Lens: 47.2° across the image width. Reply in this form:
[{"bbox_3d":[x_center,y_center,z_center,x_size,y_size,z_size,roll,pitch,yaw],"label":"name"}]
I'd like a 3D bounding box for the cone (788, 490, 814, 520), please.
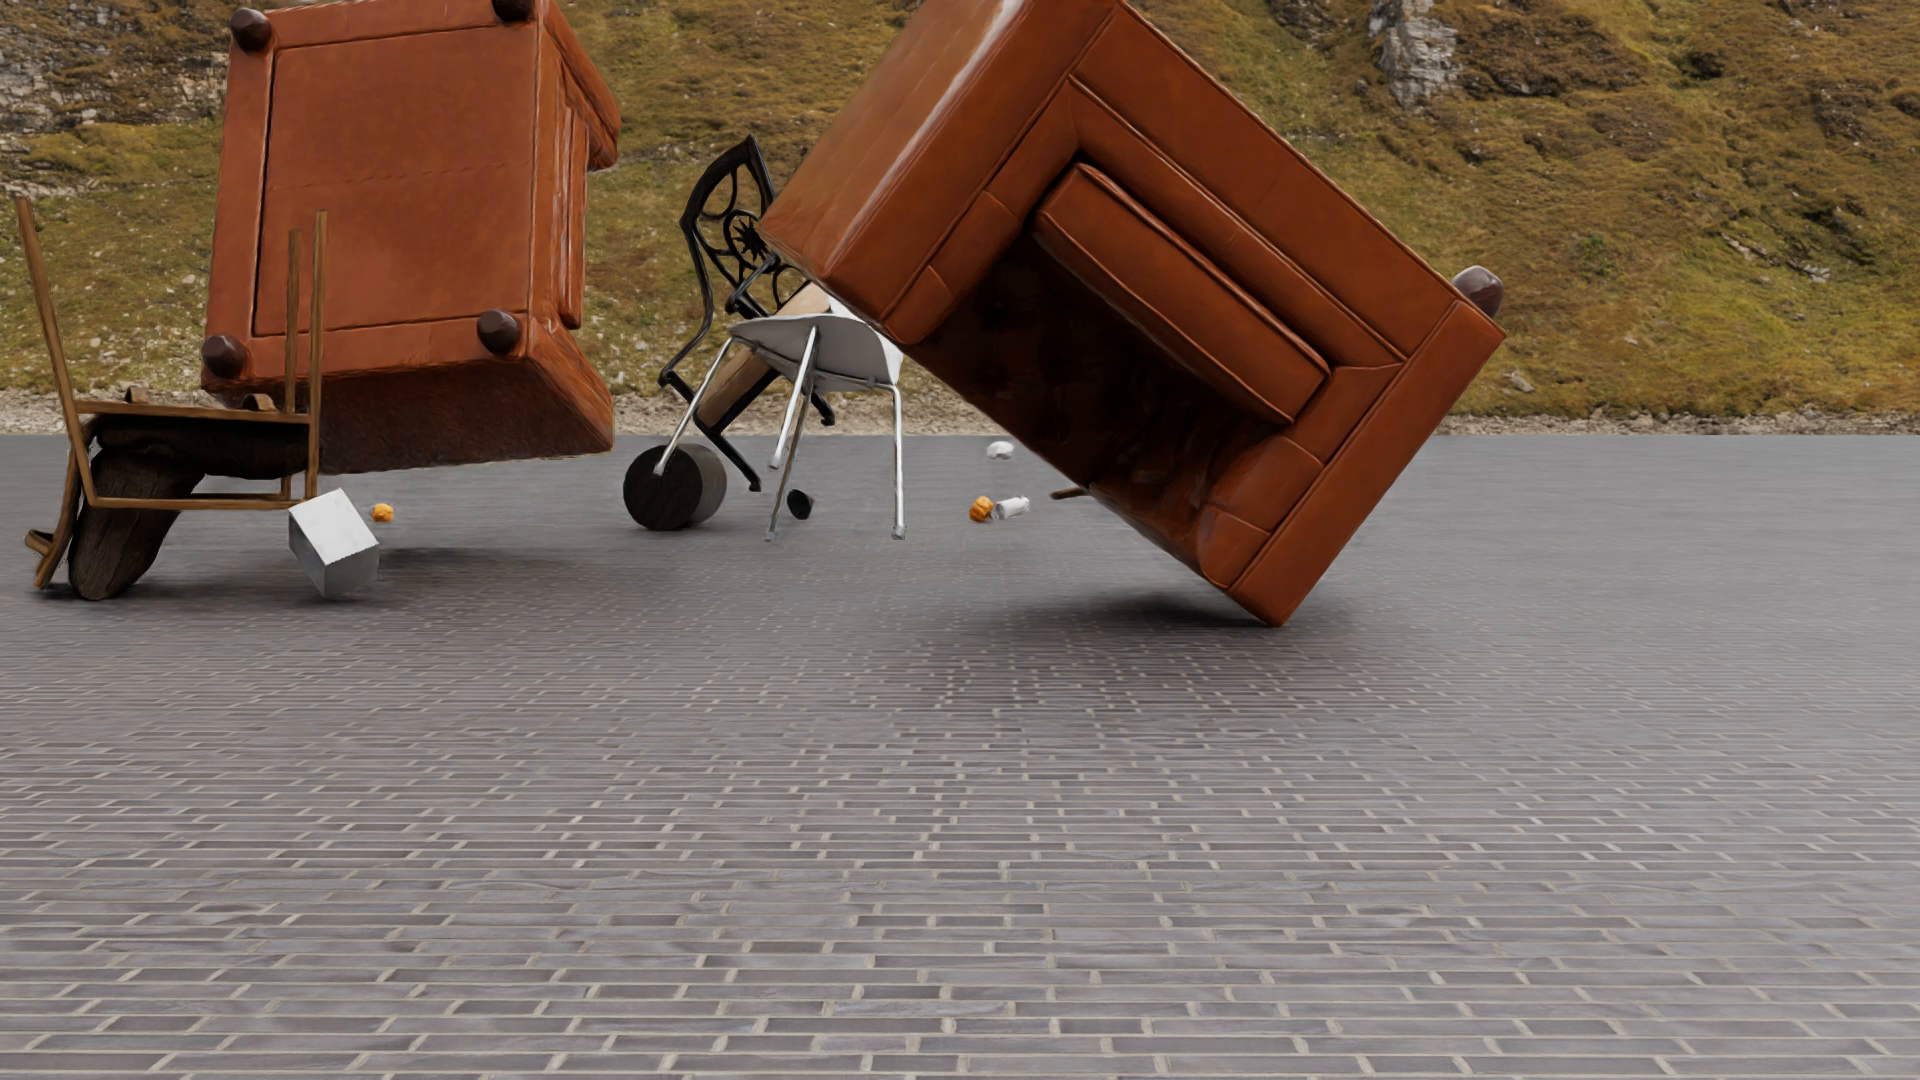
[{"bbox_3d":[-0.522,-0.128,7.515,0.093,0.110,0.092,-36,-9,36],"label":"cone"}]

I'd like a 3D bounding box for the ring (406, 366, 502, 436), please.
[{"bbox_3d":[-1.529,-0.420,6.644,0.341,0.040,0.289,-30,-17,-36],"label":"ring"}]

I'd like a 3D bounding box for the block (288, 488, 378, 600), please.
[{"bbox_3d":[-1.327,0.009,4.653,0.120,0.165,0.129,-25,-27,-31],"label":"block"}]

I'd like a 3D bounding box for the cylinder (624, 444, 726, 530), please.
[{"bbox_3d":[-0.919,-0.174,7.106,0.256,0.276,0.278,35,9,6],"label":"cylinder"}]
